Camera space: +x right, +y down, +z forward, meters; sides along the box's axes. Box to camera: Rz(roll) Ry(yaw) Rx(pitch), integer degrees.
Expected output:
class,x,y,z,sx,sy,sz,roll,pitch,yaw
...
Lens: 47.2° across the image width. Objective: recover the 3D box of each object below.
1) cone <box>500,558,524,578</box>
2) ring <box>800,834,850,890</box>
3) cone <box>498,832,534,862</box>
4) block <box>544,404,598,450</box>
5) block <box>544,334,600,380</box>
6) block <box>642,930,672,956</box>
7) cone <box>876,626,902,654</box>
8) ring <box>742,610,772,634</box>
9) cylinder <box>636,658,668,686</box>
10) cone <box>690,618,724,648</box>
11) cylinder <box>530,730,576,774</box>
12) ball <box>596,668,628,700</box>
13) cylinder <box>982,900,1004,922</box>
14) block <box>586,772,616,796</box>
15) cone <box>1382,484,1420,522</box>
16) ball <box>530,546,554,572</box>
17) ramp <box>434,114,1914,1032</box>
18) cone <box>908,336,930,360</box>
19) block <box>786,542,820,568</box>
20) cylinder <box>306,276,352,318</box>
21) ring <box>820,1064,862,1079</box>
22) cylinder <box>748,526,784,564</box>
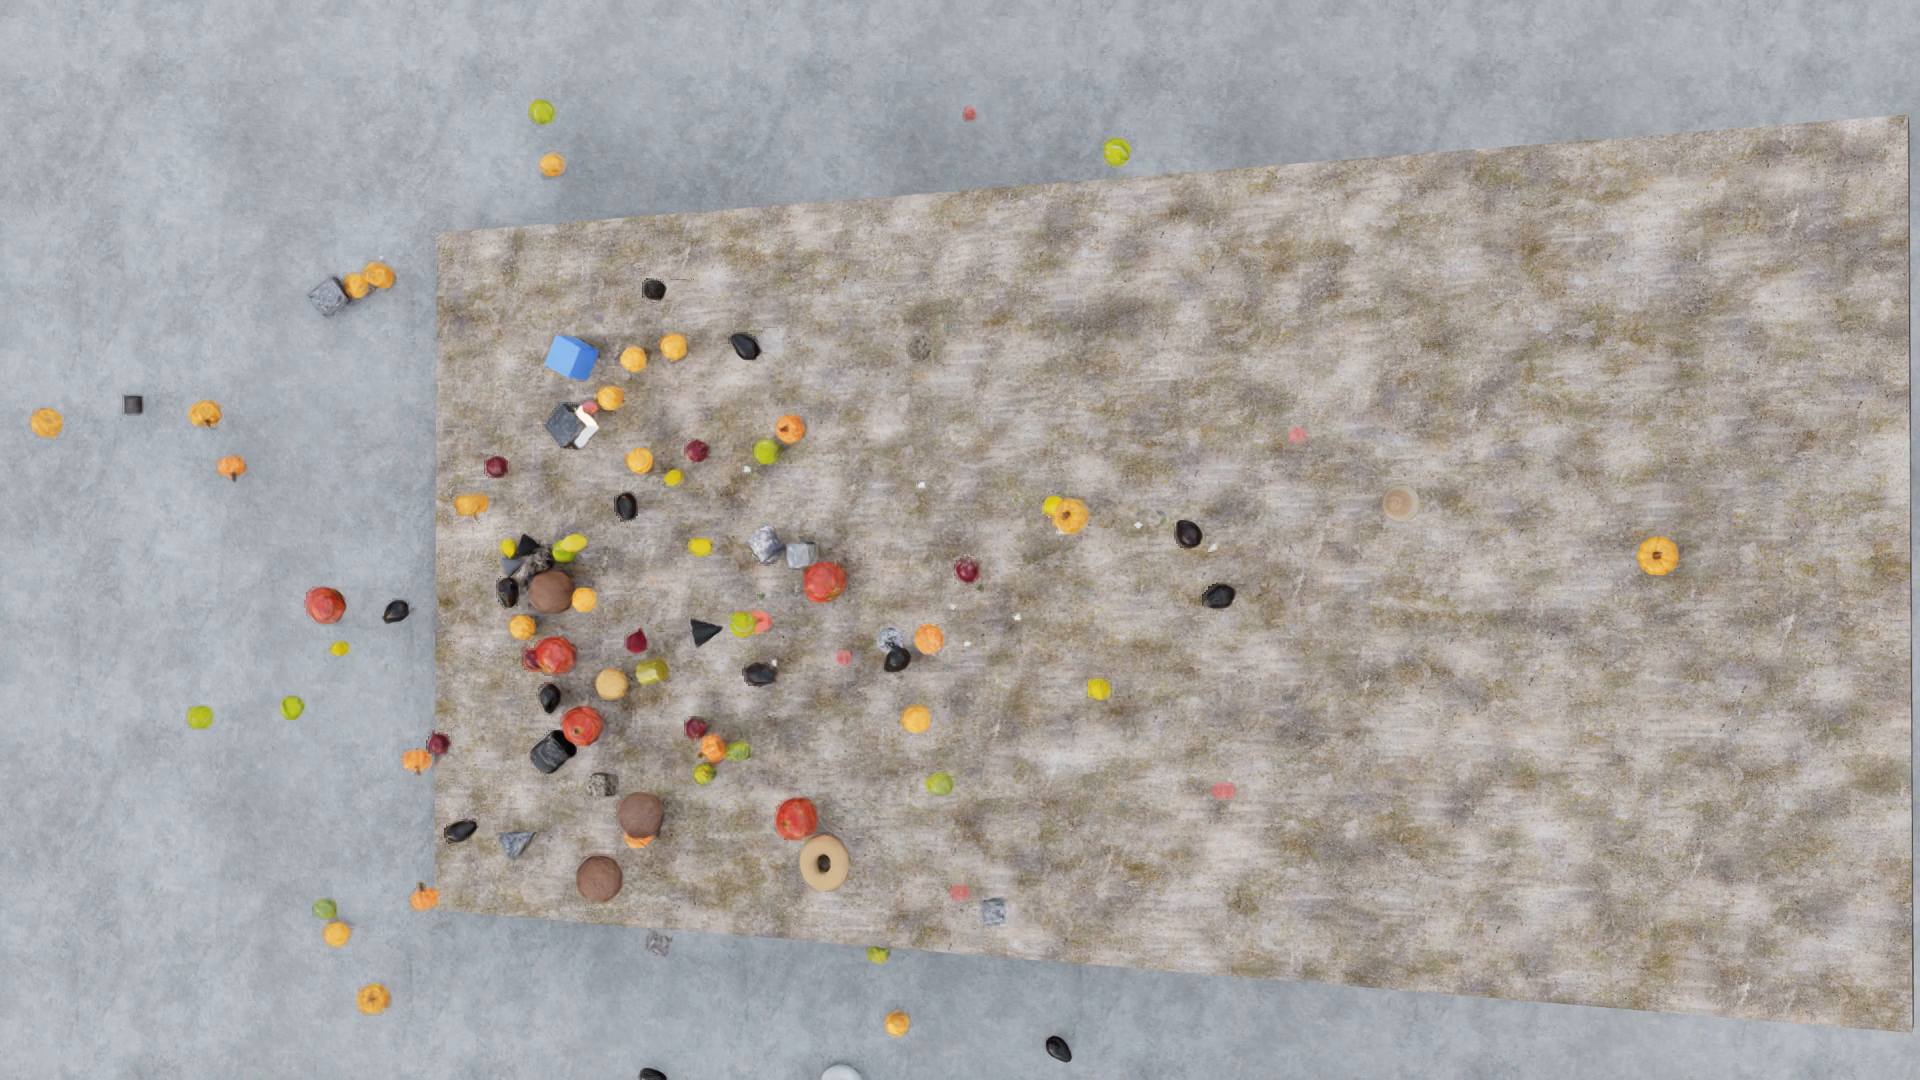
class,x,y,z,sx,sy,sz,roll,pitch,yaw
cone,-1.284,0.069,6.355,0.064,0.064,0.064,-22,89,-1
ring,-0.364,0.866,5.900,0.149,0.050,0.149,-2,86,28
cone,-1.264,0.863,6.329,0.097,0.097,0.097,-29,89,-5
block,-1.102,-0.322,6.240,0.089,0.089,0.089,-47,71,17
block,-1.102,-0.518,6.241,0.092,0.092,0.092,29,101,23
block,-0.849,1.131,6.172,0.058,0.058,0.058,25,76,-20
cone,-0.203,0.267,5.816,0.077,0.077,0.077,0,89,25
ring,-0.553,0.223,5.984,0.083,0.083,0.028,0,126,0
cylinder,-0.858,0.367,6.131,0.064,0.064,0.064,-14,89,24
cone,-0.691,0.250,6.068,0.085,0.085,0.085,-12,89,-2
cylinder,-1.157,0.603,6.254,0.092,0.092,0.092,-40,89,20
ball,-0.978,0.405,6.172,0.091,0.091,0.091,0,89,0
cylinder,0.087,0.959,5.682,0.055,0.055,0.055,-4,85,0
block,-1.011,0.690,6.203,0.057,0.057,0.057,4,91,25
cone,1.038,-0.088,5.226,0.092,0.092,0.092,0,89,25
ball,-1.194,0.055,6.290,0.071,0.071,0.071,0,89,0
ramp,0.282,0.082,5.687,4.000,0.100,2.000,0,89,25
cone,-0.122,-0.508,5.791,0.065,0.065,0.065,1,92,27
block,-0.423,0.041,5.930,0.064,0.064,0.064,-6,87,25
cylinder,-1.877,-0.724,6.544,0.092,0.092,0.092,-37,89,1
ring,-0.354,1.626,6.547,0.130,0.043,0.130,0,90,1
cylinder,-0.526,0.014,5.972,0.073,0.073,0.073,-37,74,0
